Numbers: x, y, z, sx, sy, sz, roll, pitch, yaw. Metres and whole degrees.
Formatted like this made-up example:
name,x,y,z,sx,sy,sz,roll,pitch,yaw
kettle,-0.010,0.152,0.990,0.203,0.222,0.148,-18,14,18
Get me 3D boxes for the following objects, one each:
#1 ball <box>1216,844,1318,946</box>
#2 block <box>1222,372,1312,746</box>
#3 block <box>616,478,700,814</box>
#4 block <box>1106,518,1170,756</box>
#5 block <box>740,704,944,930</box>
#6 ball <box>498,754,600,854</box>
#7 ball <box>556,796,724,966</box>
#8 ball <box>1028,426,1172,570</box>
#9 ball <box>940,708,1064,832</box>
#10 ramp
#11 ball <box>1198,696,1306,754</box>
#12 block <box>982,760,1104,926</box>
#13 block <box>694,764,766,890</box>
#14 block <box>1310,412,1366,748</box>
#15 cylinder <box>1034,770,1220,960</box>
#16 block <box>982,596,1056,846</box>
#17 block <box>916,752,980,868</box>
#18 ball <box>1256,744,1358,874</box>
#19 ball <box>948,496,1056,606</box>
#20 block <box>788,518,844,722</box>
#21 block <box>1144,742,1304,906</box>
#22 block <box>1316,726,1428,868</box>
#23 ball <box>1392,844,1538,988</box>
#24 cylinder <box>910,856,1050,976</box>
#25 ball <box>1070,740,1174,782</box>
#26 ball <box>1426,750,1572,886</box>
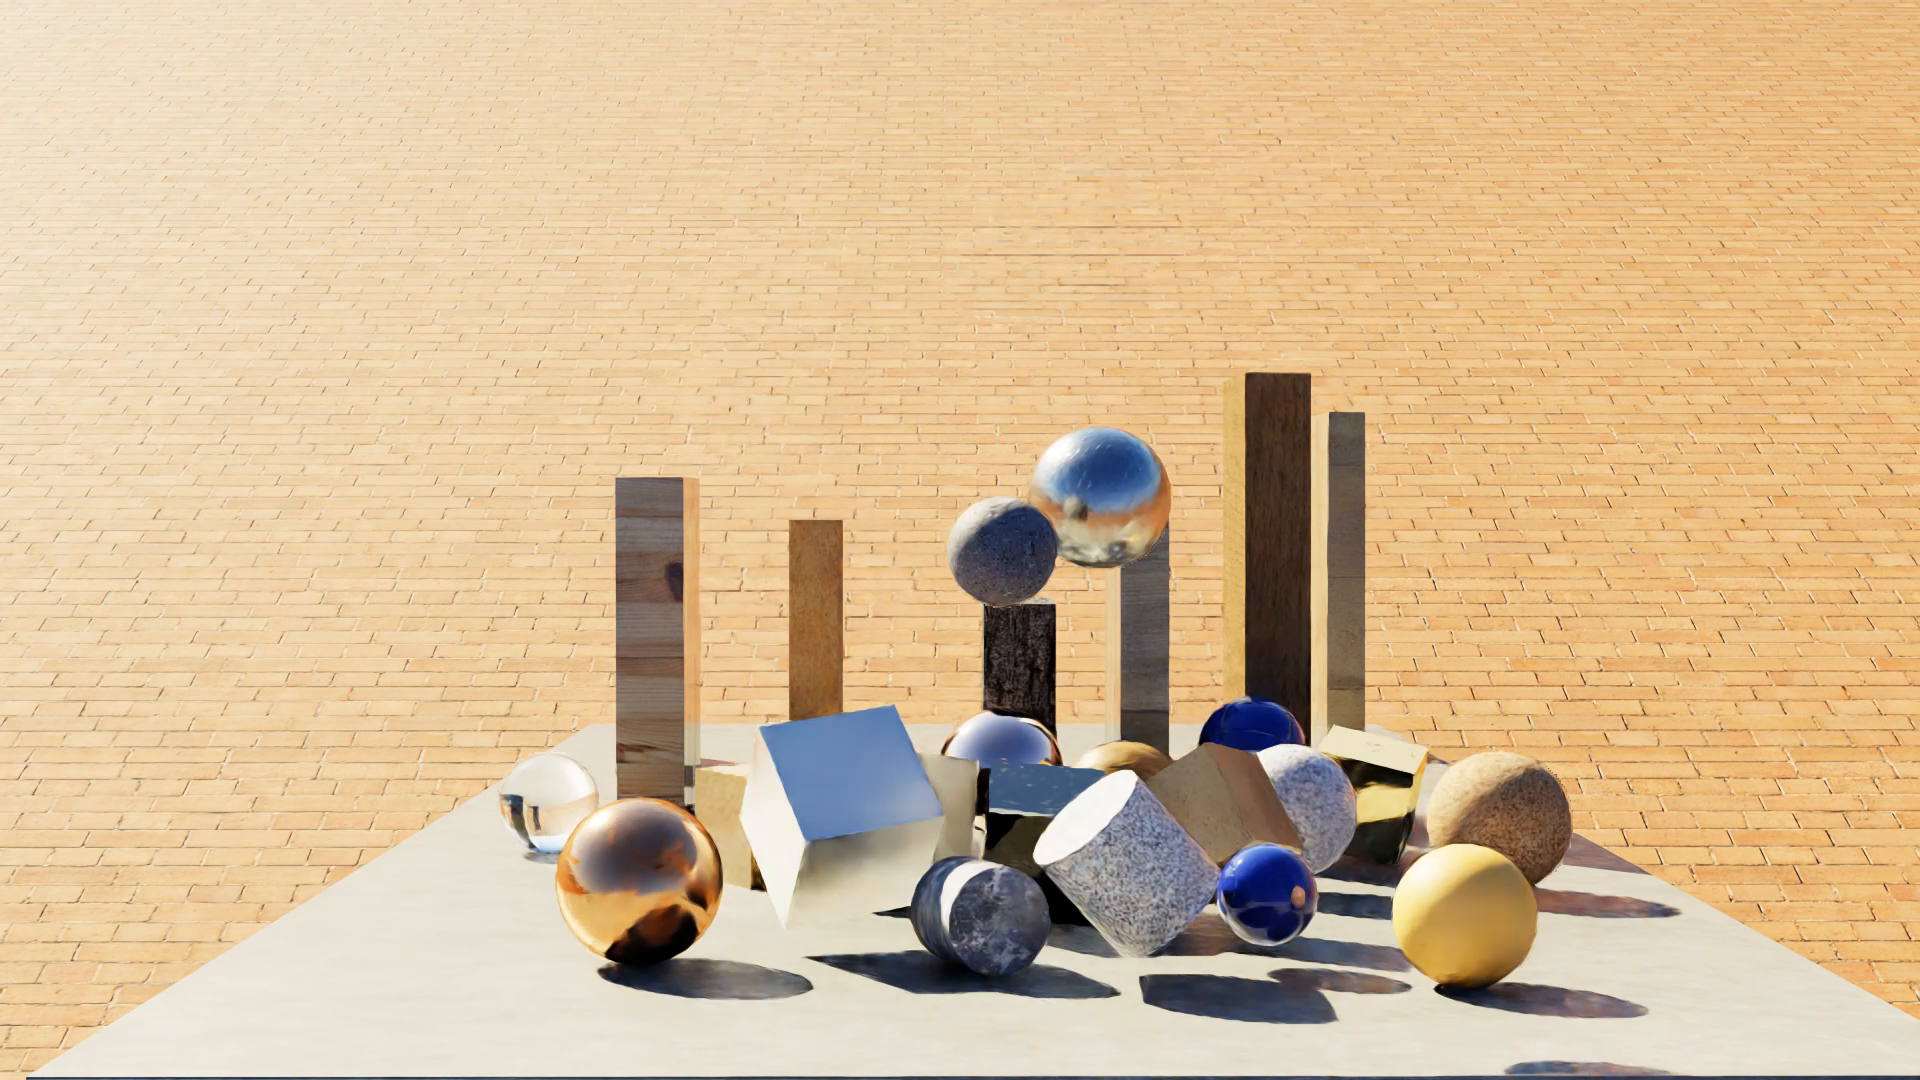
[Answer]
name,x,y,z,sx,sy,sz,roll,pitch,yaw
ball,0.378,0.436,3.175,0.124,0.124,0.124,0,27,0
block,0.558,0.102,4.718,0.115,0.797,0.378,0,1,0
block,-0.553,0.193,4.746,0.122,0.615,0.288,0,1,0
block,0.302,0.204,4.437,0.081,0.602,0.432,0,1,0
block,-0.155,0.356,3.313,0.186,0.186,0.186,-8,49,-22
ball,-0.670,0.429,4.207,0.162,0.162,0.162,0,27,0
ball,-0.398,0.423,3.207,0.208,0.208,0.208,0,27,0
ball,0.165,-0.050,3.055,0.170,0.170,0.170,0,27,0
ball,0.063,0.359,4.014,0.197,0.197,0.197,0,27,0
ramp,0.061,0.553,4.590,2.000,0.100,4.000,0,1,0
ball,0.478,0.345,4.234,0.178,0.178,0.178,0,27,0
block,0.111,0.409,3.495,0.156,0.156,0.156,5,21,0
block,-0.290,0.432,3.929,0.165,0.165,0.165,-1,1,-35
block,0.867,0.095,5.957,0.084,0.768,0.328,0,1,0
cylinder,0.201,0.391,3.112,0.160,0.160,0.160,-40,11,10
block,0.095,0.304,4.264,0.115,0.409,0.306,0,1,0
block,-0.105,0.396,3.717,0.180,0.180,0.180,0,-9,37
ball,0.481,0.395,3.759,0.195,0.195,0.195,0,27,0
ball,0.047,0.012,2.885,0.123,0.123,0.123,0,27,0
block,-0.317,0.219,5.710,0.105,0.529,0.274,0,1,0
block,0.334,0.378,3.428,0.149,0.149,0.149,19,40,-55
block,0.643,0.406,4.109,0.156,0.156,0.156,13,14,16
ball,0.597,0.445,3.054,0.170,0.170,0.170,0,27,0
cylinder,0.024,0.460,3.166,0.132,0.132,0.132,-11,3,-21
ball,0.253,0.410,3.941,0.209,0.209,0.209,0,27,0
ball,0.788,0.413,3.777,0.208,0.208,0.208,0,27,0
